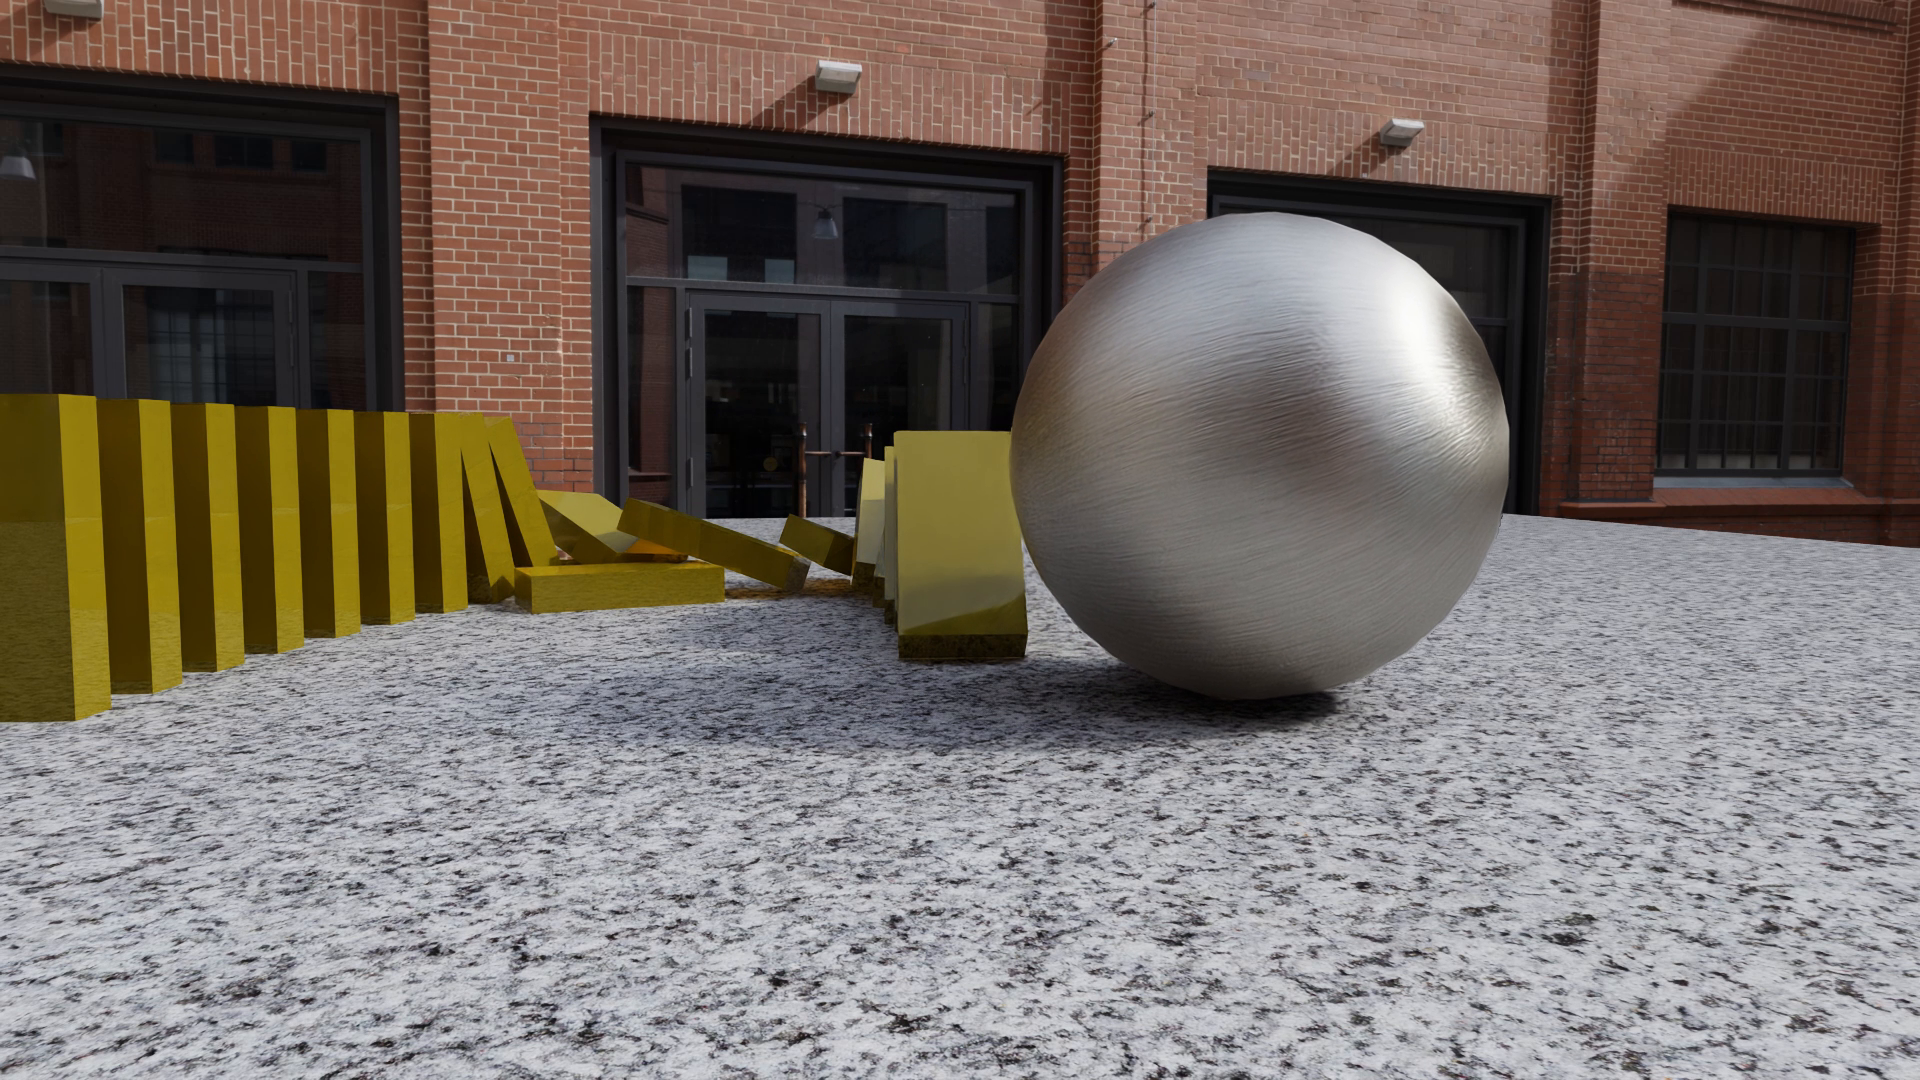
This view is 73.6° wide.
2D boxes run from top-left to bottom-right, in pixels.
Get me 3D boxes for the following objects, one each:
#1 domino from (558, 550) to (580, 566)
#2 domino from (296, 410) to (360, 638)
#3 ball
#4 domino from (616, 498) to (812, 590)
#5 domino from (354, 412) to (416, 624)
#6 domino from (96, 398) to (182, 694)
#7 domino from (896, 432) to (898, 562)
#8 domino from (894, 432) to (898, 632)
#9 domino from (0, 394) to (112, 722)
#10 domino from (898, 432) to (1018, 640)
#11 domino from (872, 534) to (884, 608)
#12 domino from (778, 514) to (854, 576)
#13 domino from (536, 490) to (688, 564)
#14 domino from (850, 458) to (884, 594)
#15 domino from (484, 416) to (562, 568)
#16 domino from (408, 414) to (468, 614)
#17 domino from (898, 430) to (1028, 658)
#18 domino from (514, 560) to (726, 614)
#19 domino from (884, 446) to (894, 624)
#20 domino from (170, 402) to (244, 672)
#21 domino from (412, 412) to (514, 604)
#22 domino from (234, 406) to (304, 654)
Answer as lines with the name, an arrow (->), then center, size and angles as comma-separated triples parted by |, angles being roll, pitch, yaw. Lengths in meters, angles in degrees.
domino -> -0.129, 0.009, 0.388 | 0.050, 0.009, 0.025 | 2, 5, 26
domino -> -0.149, -0.004, 0.285 | 0.025, 0.050, 0.010 | 1, 4, 7
ball -> 0.048, -0.014, 0.214 | 0.080, 0.080, 0.080 | 0, 4, 0
domino -> -0.069, 0.001, 0.366 | 0.050, 0.009, 0.025 | 19, -1, 6
domino -> -0.145, -0.005, 0.307 | 0.025, 0.050, 0.010 | 1, 4, 11
domino -> -0.150, 0.001, 0.221 | 0.025, 0.050, 0.010 | 0, 4, -4
domino -> -0.001, -0.001, 0.277 | 0.025, 0.050, 0.009 | 0, -34, -3
domino -> -0.003, -0.003, 0.301 | 0.025, 0.050, 0.010 | 0, -34, -3
domino -> -0.149, 0.003, 0.199 | 0.025, 0.050, 0.010 | 0, 4, -4
domino -> -0.001, -0.002, 0.289 | 0.025, 0.050, 0.010 | 0, -34, -3
domino -> -0.007, 0.000, 0.335 | 0.025, 0.009, 0.050 | 5, 35, 2
domino -> -0.034, 0.004, 0.379 | 0.025, 0.009, 0.050 | 21, 0, -23
domino -> -0.106, -0.001, 0.381 | 0.050, 0.010, 0.025 | 28, 16, 37
domino -> -0.016, -0.003, 0.355 | 0.025, 0.010, 0.050 | 10, 35, -8
domino -> -0.129, -0.009, 0.356 | 0.025, 0.050, 0.009 | 2, 27, 29
domino -> -0.140, -0.007, 0.327 | 0.025, 0.050, 0.010 | 1, 6, 16
domino -> 0.000, 0.000, 0.265 | 0.025, 0.050, 0.009 | 0, -34, -3
domino -> -0.091, 0.012, 0.344 | 0.050, 0.009, 0.025 | -2, 5, -28
domino -> -0.006, -0.002, 0.316 | 0.025, 0.010, 0.050 | 0, 49, -3
domino -> -0.151, -0.001, 0.242 | 0.025, 0.050, 0.009 | 0, 4, -1
domino -> -0.135, -0.009, 0.343 | 0.025, 0.050, 0.009 | 2, 18, 25
domino -> -0.151, -0.002, 0.264 | 0.025, 0.050, 0.010 | 0, 4, 3
